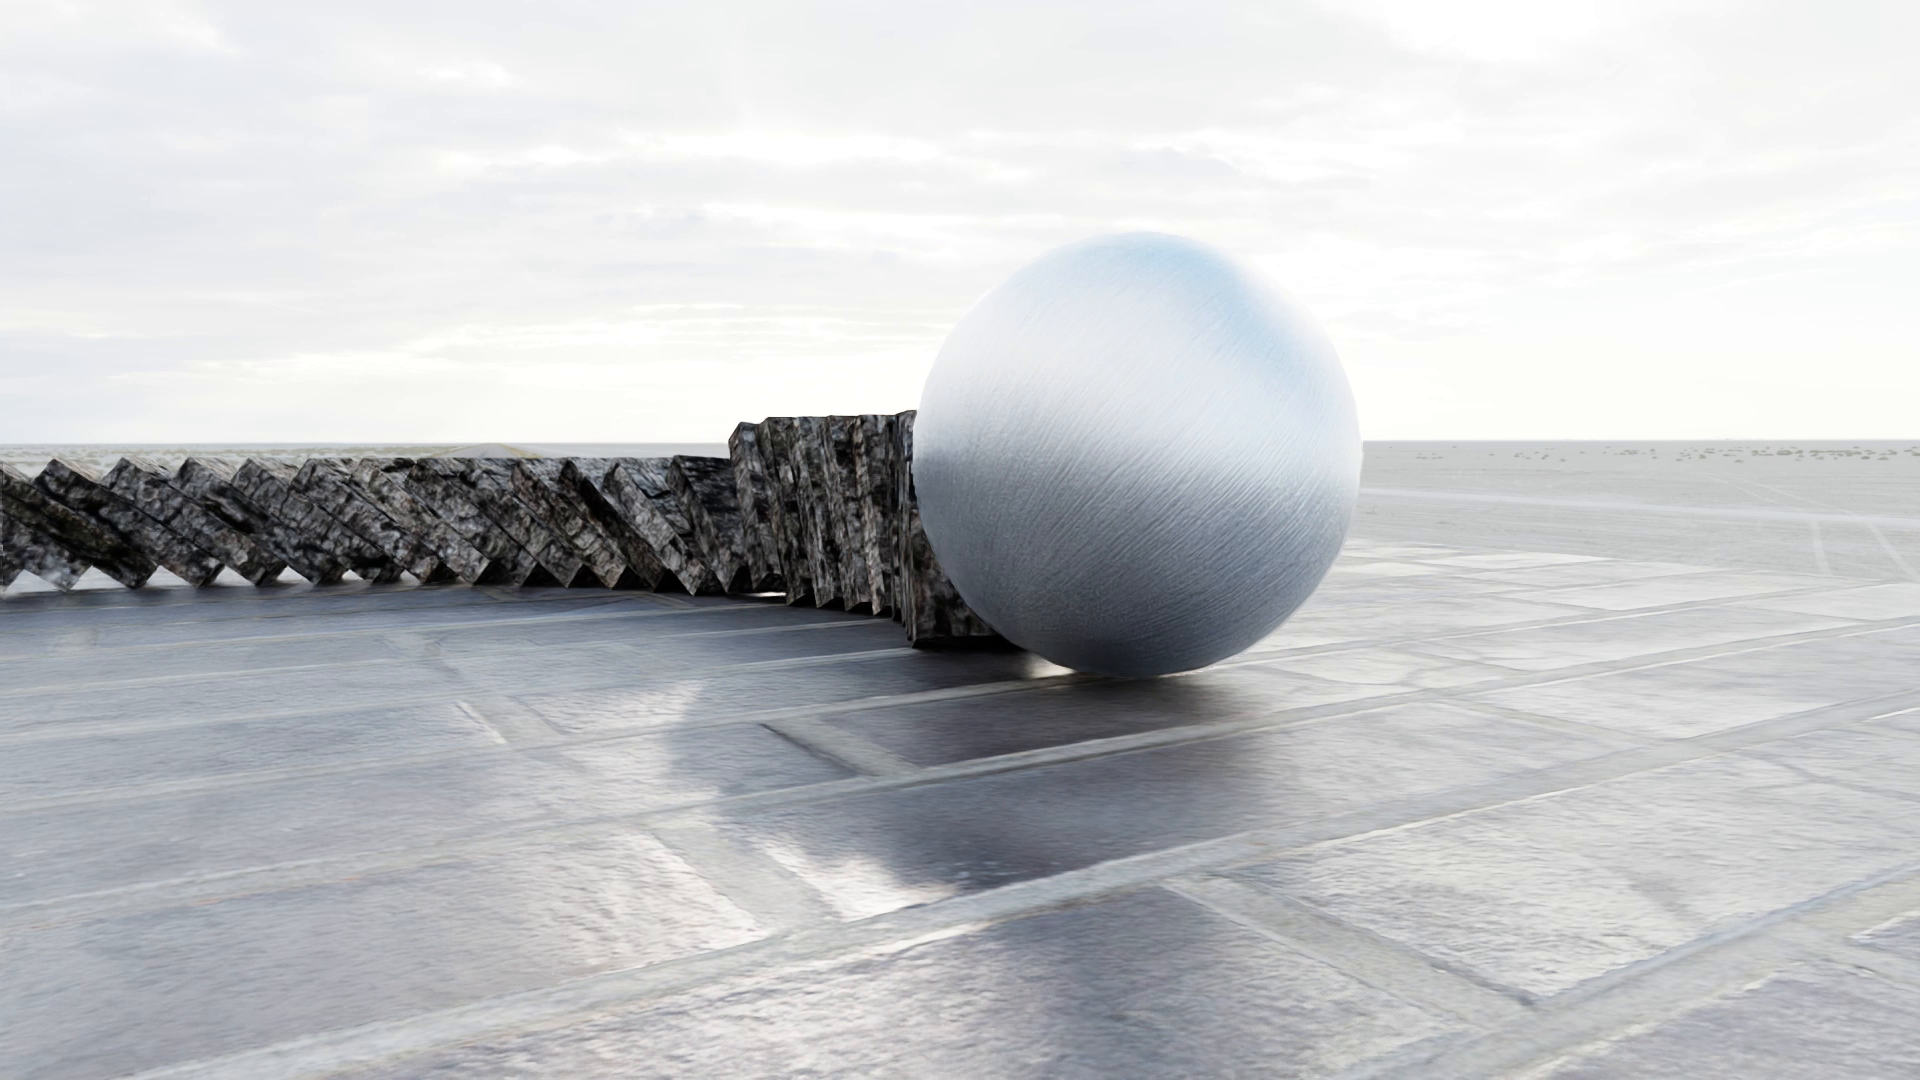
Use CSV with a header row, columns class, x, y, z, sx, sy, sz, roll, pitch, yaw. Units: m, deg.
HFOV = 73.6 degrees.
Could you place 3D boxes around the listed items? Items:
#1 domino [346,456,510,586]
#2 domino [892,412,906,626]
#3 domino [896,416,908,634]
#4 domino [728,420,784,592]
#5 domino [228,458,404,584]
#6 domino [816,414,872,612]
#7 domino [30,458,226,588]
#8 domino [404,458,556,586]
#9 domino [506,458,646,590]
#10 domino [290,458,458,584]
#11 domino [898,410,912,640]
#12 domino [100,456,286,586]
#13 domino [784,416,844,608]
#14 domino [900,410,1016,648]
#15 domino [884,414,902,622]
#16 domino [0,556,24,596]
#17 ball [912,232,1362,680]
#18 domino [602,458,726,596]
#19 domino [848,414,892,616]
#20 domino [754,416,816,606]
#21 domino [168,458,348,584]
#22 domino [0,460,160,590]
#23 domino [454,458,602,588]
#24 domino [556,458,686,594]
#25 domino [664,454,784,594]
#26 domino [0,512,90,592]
class,x,y,z,sx,sy,sz,roll,pitch,yaw
domino,-0.161,-0.006,0.398,0.050,0.009,0.025,39,8,3
domino,-0.002,-0.005,0.304,0.025,0.050,0.010,-1,-18,-9
domino,-0.001,-0.004,0.293,0.025,0.050,0.010,-1,-18,-9
domino,-0.048,-0.009,0.360,0.025,0.050,0.010,6,-35,-33
domino,-0.195,-0.006,0.394,0.050,0.010,0.025,37,-1,-6
domino,-0.020,-0.007,0.333,0.025,0.050,0.009,-2,-17,-29
domino,-0.242,-0.005,0.378,0.050,0.010,0.025,38,-11,-18
domino,-0.144,-0.006,0.397,0.050,0.009,0.025,39,12,9
domino,-0.111,-0.006,0.390,0.050,0.010,0.025,42,20,17
domino,-0.178,-0.006,0.397,0.050,0.010,0.025,37,4,0
domino,0.000,-0.004,0.283,0.025,0.050,0.010,-1,-18,-9
domino,-0.227,-0.006,0.384,0.050,0.010,0.025,38,-8,-15
domino,-0.029,-0.008,0.341,0.025,0.050,0.010,-3,-17,-33
domino,0.001,-0.003,0.273,0.025,0.050,0.010,-1,-18,-9
domino,-0.005,-0.006,0.314,0.025,0.050,0.010,-1,-18,-9
domino,-0.282,-0.003,0.345,0.025,0.009,0.050,2,-35,47
ball,0.031,-0.015,0.233,0.080,0.080,0.080,0,4,0
domino,-0.080,-0.005,0.377,0.050,0.010,0.025,46,28,25
domino,-0.012,-0.007,0.325,0.025,0.050,0.010,-2,-17,-24
domino,-0.038,-0.008,0.348,0.025,0.050,0.009,-3,-17,-35
domino,-0.211,-0.006,0.391,0.050,0.010,0.025,37,-3,-9
domino,-0.257,-0.004,0.369,0.050,0.010,0.025,39,-15,-23
domino,-0.128,-0.006,0.394,0.050,0.009,0.025,40,15,12
domino,-0.095,-0.005,0.384,0.050,0.009,0.025,44,24,22
domino,-0.064,-0.005,0.371,0.025,0.010,0.050,2,39,-40
domino,-0.270,-0.004,0.358,0.050,0.009,0.025,41,-21,-28
